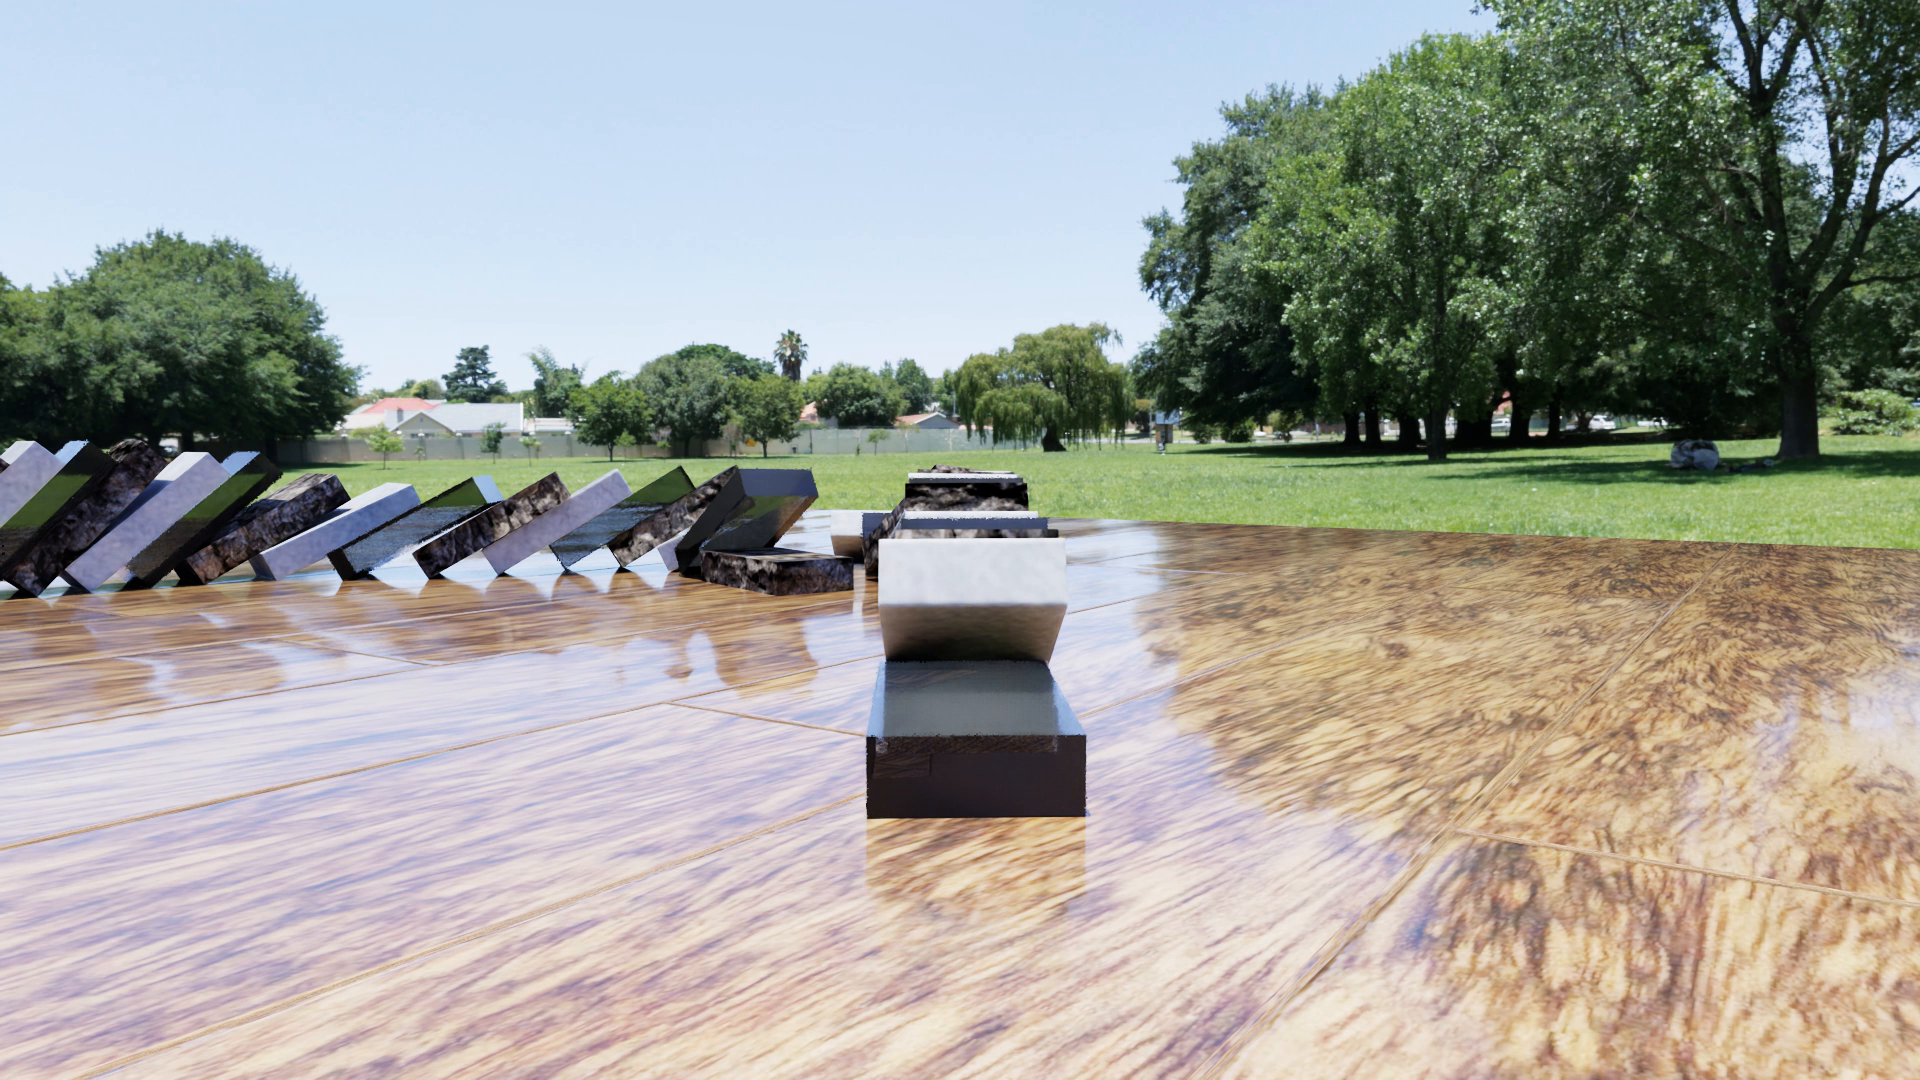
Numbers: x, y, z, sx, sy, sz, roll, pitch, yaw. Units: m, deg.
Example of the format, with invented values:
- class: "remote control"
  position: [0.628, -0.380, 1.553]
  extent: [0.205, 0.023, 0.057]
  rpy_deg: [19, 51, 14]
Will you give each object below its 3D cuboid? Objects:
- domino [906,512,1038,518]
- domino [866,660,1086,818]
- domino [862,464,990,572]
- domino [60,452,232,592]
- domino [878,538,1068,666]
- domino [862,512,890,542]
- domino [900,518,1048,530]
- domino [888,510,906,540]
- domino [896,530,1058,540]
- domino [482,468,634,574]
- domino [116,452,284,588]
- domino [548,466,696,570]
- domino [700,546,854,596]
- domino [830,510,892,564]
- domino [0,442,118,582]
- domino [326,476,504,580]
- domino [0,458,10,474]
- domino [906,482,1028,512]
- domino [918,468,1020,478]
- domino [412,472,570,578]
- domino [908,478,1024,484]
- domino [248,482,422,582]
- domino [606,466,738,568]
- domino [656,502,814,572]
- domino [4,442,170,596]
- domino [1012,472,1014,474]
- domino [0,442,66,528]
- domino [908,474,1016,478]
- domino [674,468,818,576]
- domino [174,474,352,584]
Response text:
- class: "domino"
  position: [0.001, 0.008, 0.263]
  extent: [0.025, 0.009, 0.050]
  rpy_deg: [0, -21, -3]
- class: "domino"
  position: [0.001, 0.025, 0.171]
  extent: [0.025, 0.009, 0.050]
  rpy_deg: [0, 4, -2]
- class: "domino"
  position: [-0.007, -0.005, 0.389]
  extent: [0.025, 0.010, 0.050]
  rpy_deg: [6, -30, -30]
- class: "domino"
  position: [-0.246, -0.006, 0.385]
  extent: [0.025, 0.009, 0.050]
  rpy_deg: [4, 47, 44]
- class: "domino"
  position: [0.001, 0.013, 0.194]
  extent: [0.025, 0.009, 0.050]
  rpy_deg: [0, -20, -1]
- class: "domino"
  position: [-0.007, 0.001, 0.424]
  extent: [0.050, 0.009, 0.025]
  rpy_deg: [0, -25, -2]
- class: "domino"
  position: [0.002, 0.010, 0.240]
  extent: [0.025, 0.009, 0.050]
  rpy_deg: [0, -21, -2]
- class: "domino"
  position: [-0.004, -0.003, 0.373]
  extent: [0.025, 0.009, 0.050]
  rpy_deg: [-1, -28, -21]
- class: "domino"
  position: [0.002, 0.012, 0.218]
  extent: [0.025, 0.009, 0.050]
  rpy_deg: [0, -20, -3]
- class: "domino"
  position: [-0.134, -0.007, 0.428]
  extent: [0.050, 0.010, 0.025]
  rpy_deg: [-33, 12, -13]
- class: "domino"
  position: [-0.236, -0.007, 0.396]
  extent: [0.025, 0.009, 0.050]
  rpy_deg: [4, 47, 44]
- class: "domino"
  position: [-0.115, -0.008, 0.436]
  extent: [0.050, 0.010, 0.025]
  rpy_deg: [-33, 10, -13]
- class: "domino"
  position: [-0.056, 0.009, 0.386]
  extent: [0.025, 0.009, 0.050]
  rpy_deg: [-3, 5, -36]
- class: "domino"
  position: [-0.019, -0.001, 0.445]
  extent: [0.050, 0.009, 0.025]
  rpy_deg: [0, -23, 0]
- class: "domino"
  position: [-0.265, -0.006, 0.364]
  extent: [0.025, 0.050, 0.009]
  rpy_deg: [4, -37, 44]
- class: "domino"
  position: [-0.174, -0.004, 0.413]
  extent: [0.050, 0.010, 0.025]
  rpy_deg: [-29, 8, -5]
- class: "domino"
  position: [-0.282, -0.005, 0.345]
  extent: [0.025, 0.050, 0.010]
  rpy_deg: [4, -37, 44]
- class: "domino"
  position: [0.001, 0.004, 0.282]
  extent: [0.025, 0.009, 0.050]
  rpy_deg: [0, -28, -2]
- class: "domino"
  position: [0.000, -0.001, 0.333]
  extent: [0.025, 0.009, 0.050]
  rpy_deg: [2, -29, -5]
- class: "domino"
  position: [-0.152, -0.006, 0.420]
  extent: [0.050, 0.010, 0.025]
  rpy_deg: [-32, 12, -12]
- class: "domino"
  position: [0.000, 0.003, 0.300]
  extent: [0.025, 0.010, 0.050]
  rpy_deg: [0, -29, -3]
- class: "domino"
  position: [-0.205, -0.004, 0.420]
  extent: [0.050, 0.010, 0.025]
  rpy_deg: [-34, 25, -35]
- class: "domino"
  position: [-0.097, -0.008, 0.442]
  extent: [0.050, 0.010, 0.025]
  rpy_deg: [-33, 10, -14]
- class: "domino"
  position: [-0.076, -0.005, 0.436]
  extent: [0.050, 0.009, 0.025]
  rpy_deg: [-26, 3, 3]
- class: "domino"
  position: [-0.257, -0.007, 0.374]
  extent: [0.025, 0.050, 0.009]
  rpy_deg: [4, -37, 44]
- class: "domino"
  position: [-0.002, -0.002, 0.354]
  extent: [0.025, 0.009, 0.050]
  rpy_deg: [-1, -28, -12]
- class: "domino"
  position: [-0.273, -0.006, 0.354]
  extent: [0.025, 0.050, 0.010]
  rpy_deg: [4, -37, 44]
- class: "domino"
  position: [0.000, 0.001, 0.317]
  extent: [0.025, 0.009, 0.050]
  rpy_deg: [1, -29, -2]
- class: "domino"
  position: [-0.068, -0.005, 0.402]
  extent: [0.025, 0.009, 0.050]
  rpy_deg: [-2, -28, -38]
- class: "domino"
  position: [-0.223, -0.004, 0.408]
  extent: [0.025, 0.009, 0.050]
  rpy_deg: [4, 35, 44]
